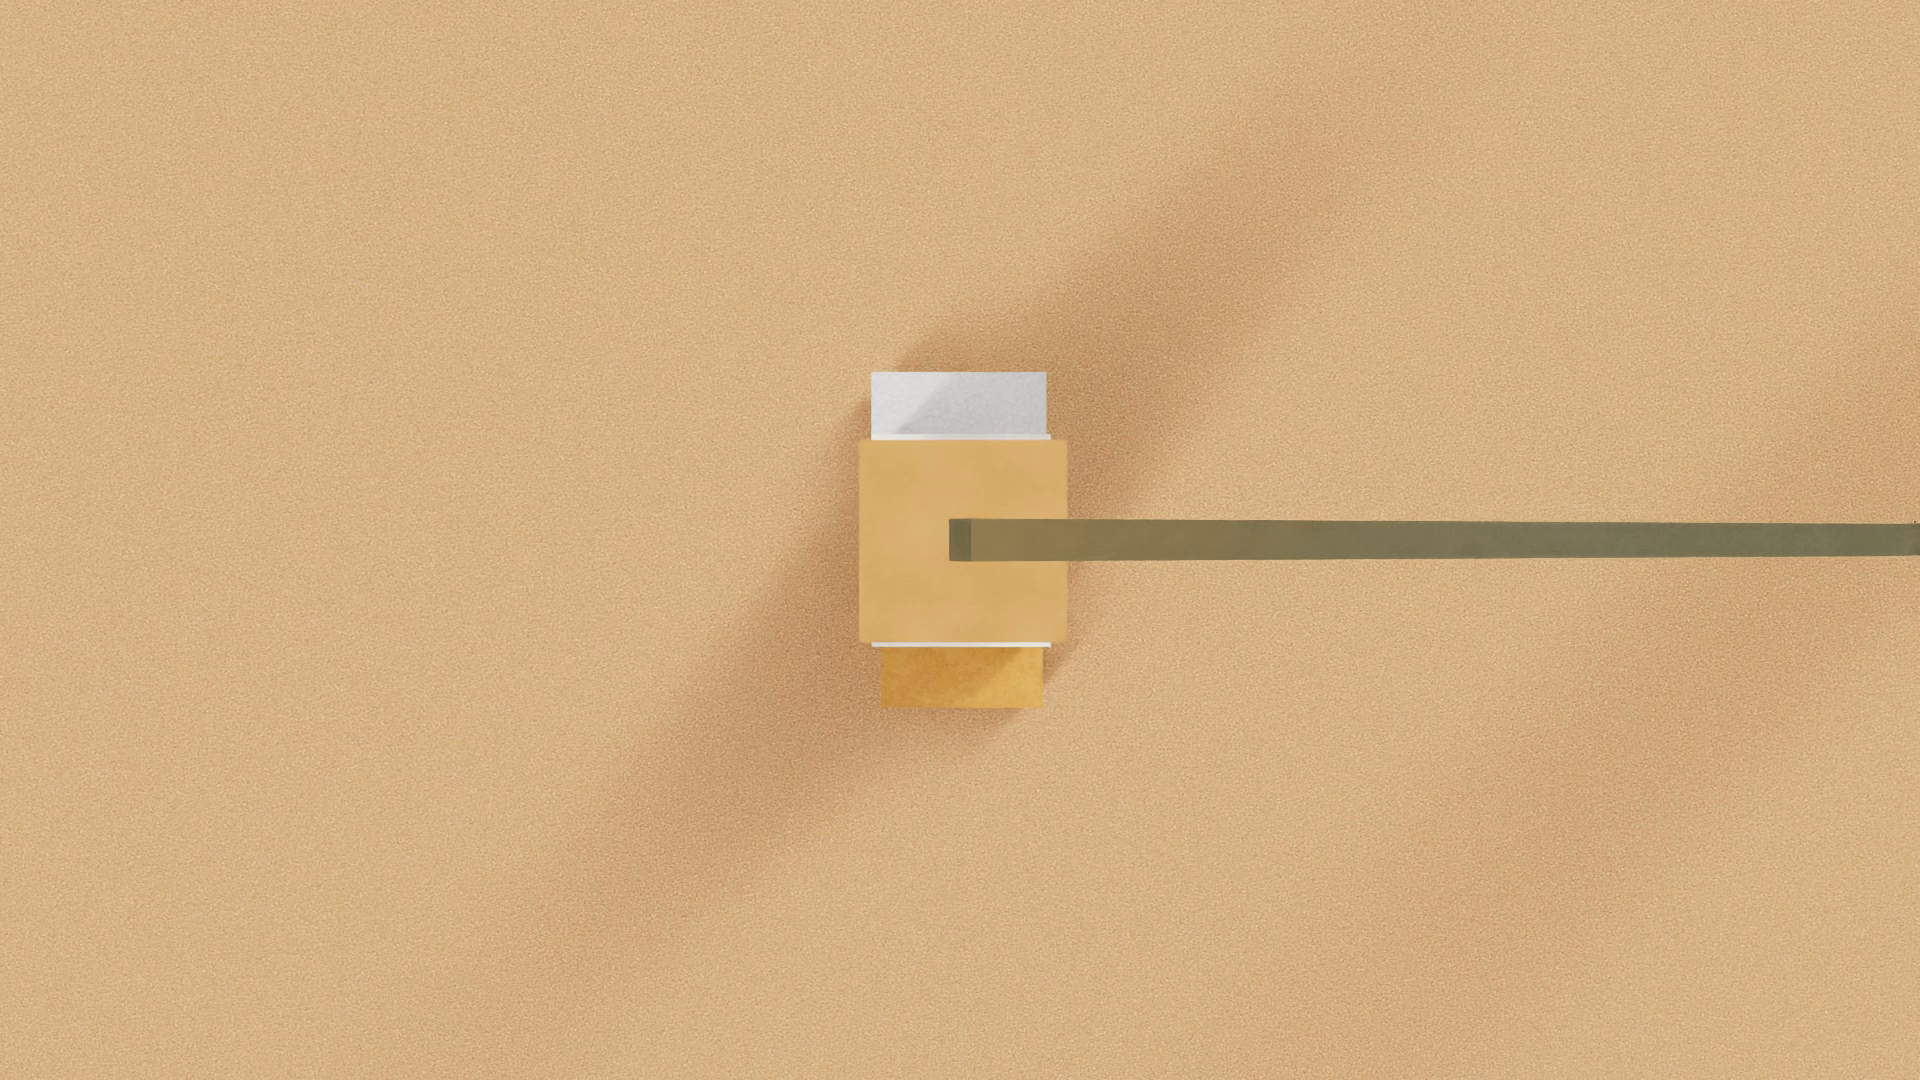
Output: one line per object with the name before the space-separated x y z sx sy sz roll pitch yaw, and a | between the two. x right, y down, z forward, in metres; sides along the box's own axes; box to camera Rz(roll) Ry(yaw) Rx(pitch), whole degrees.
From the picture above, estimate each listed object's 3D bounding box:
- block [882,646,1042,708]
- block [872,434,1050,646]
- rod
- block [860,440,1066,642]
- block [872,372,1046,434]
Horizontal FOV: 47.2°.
block | 0.011 0.439 12.516 0.881 0.967 0.956 0 90 0
block | 0.006 0.002 10.672 0.834 0.830 0.992 0 90 0
rod | 2.234 0.000 5.425 5.200 0.080 0.080 0 90 -31
block | 0.011 0.004 8.528 0.770 0.739 0.752 0 90 0
block | -0.006 -0.483 12.505 0.956 0.990 0.869 0 90 0
